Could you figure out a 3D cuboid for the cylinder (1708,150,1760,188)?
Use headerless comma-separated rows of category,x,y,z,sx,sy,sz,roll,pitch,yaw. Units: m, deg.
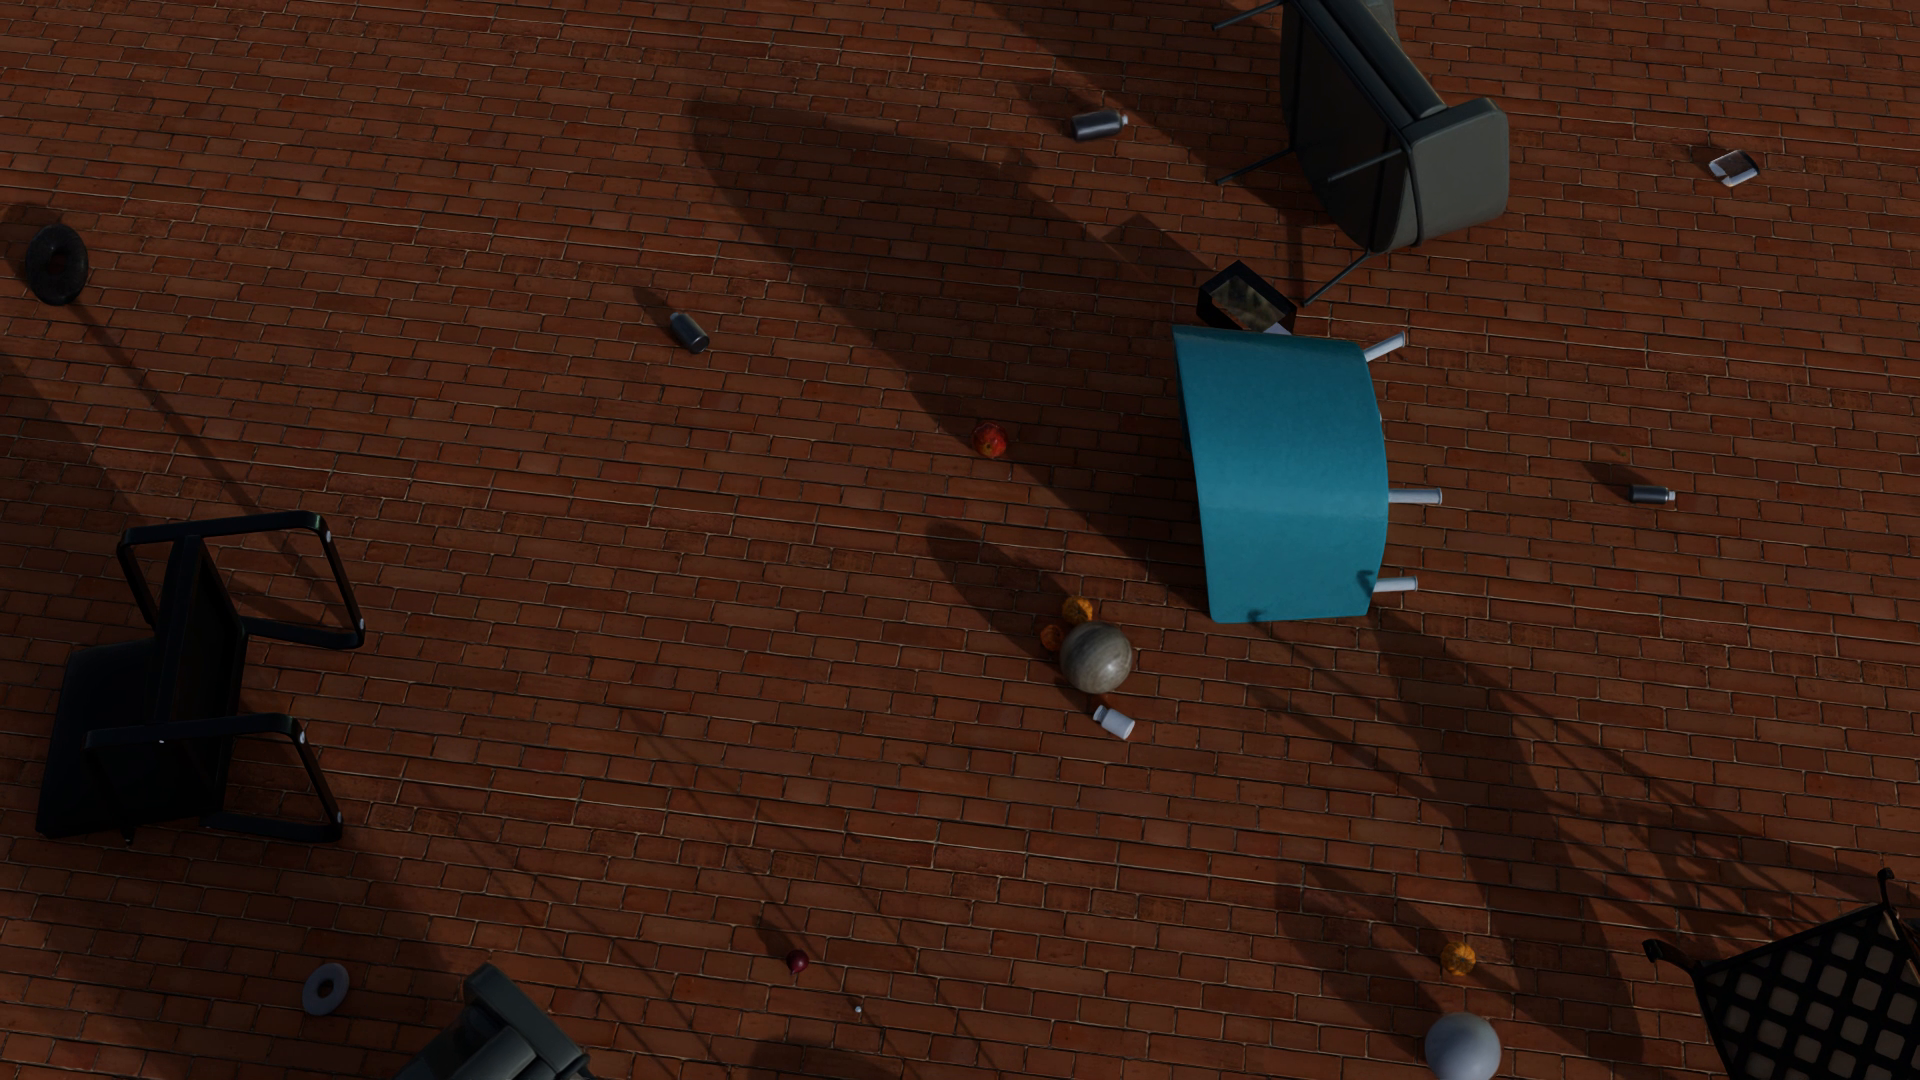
cylinder,2.601,-1.248,7.384,0.118,0.046,0.121,-25,60,-15

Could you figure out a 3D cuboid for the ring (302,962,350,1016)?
ring,-1.662,1.177,5.763,0.116,0.036,0.150,15,58,11

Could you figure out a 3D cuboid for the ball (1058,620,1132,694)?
ball,0.384,0.332,6.226,0.209,0.209,0.209,0,56,0

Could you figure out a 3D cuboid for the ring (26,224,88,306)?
ring,-2.926,-0.892,7.125,0.196,0.082,0.345,-12,56,-9

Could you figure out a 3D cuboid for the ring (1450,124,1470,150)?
ring,1.696,-1.368,7.463,0.069,0.050,0.088,9,58,3

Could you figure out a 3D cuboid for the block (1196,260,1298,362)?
block,0.908,-0.728,6.981,0.174,0.136,0.262,-36,63,-21

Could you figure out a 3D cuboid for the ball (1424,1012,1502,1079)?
ball,1.278,1.296,5.590,0.191,0.191,0.191,0,56,0
